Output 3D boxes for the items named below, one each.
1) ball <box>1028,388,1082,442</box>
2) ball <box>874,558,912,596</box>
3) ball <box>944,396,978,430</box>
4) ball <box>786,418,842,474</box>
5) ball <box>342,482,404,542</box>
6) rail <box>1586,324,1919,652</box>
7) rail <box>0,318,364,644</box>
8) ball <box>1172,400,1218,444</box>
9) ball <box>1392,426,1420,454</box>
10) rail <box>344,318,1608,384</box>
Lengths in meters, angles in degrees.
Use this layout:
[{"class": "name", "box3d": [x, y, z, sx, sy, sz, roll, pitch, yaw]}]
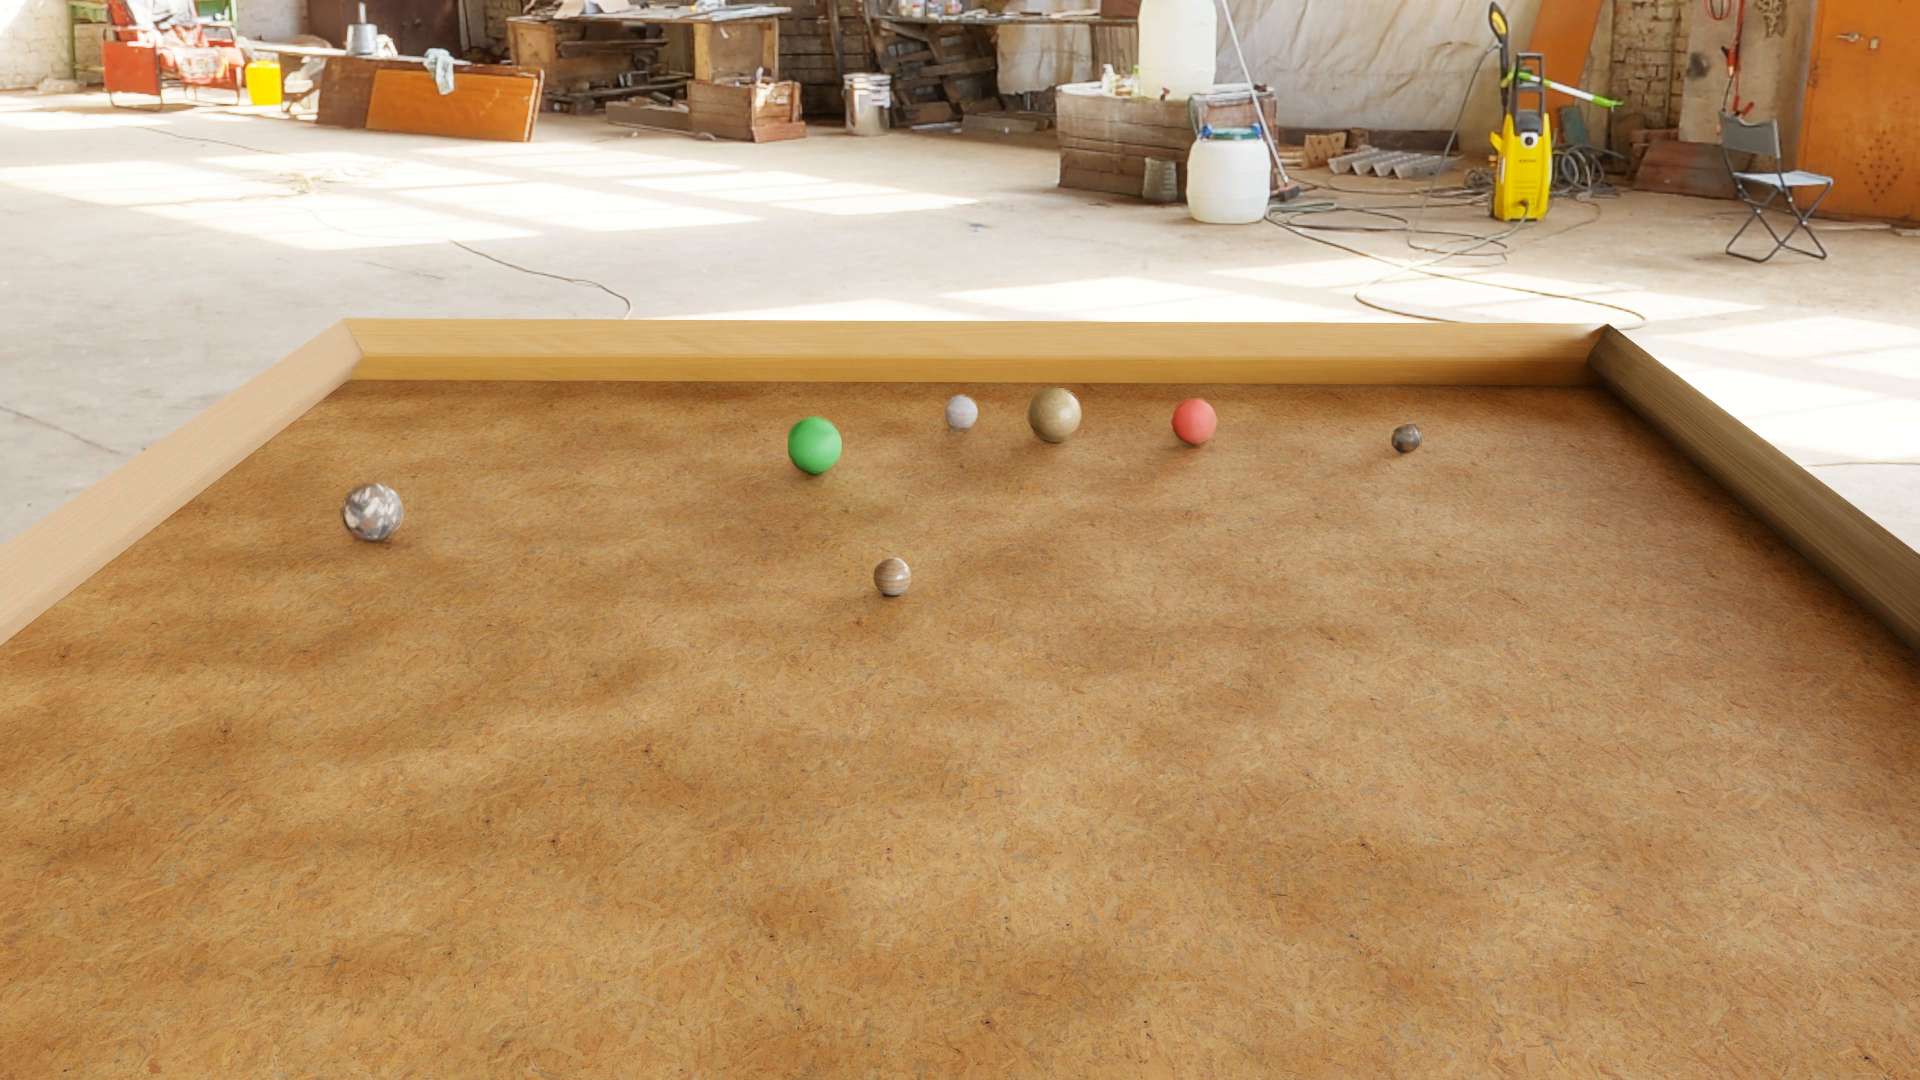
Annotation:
[{"class": "ball", "box3d": [0.147, -0.195, 3.432, 0.083, 0.083, 0.083, 0, 17, 0]}, {"class": "ball", "box3d": [-0.083, 0.045, 2.700, 0.047, 0.047, 0.047, 0, 17, 0]}, {"class": "ball", "box3d": [0.001, -0.202, 3.507, 0.054, 0.054, 0.054, 0, 17, 0]}, {"class": "ball", "box3d": [-0.215, -0.139, 3.250, 0.082, 0.082, 0.082, 0, 17, 0]}, {"class": "ball", "box3d": [-0.778, -0.037, 2.917, 0.079, 0.079, 0.079, 0, 17, 0]}, {"class": "rail", "box3d": [1.054, 0.290, 1.779, 0.045, 0.108, 4.242, 0, 17, 1]}, {"class": "rail", "box3d": [-1.096, 0.278, 1.820, 0.045, 0.108, 4.242, 0, 17, 1]}, {"class": "ball", "box3d": [0.365, -0.184, 3.420, 0.069, 0.069, 0.069, 0, 17, 0]}, {"class": "ball", "box3d": [0.683, -0.154, 3.368, 0.043, 0.043, 0.043, 0, 17, 0]}, {"class": "rail", "box3d": [0.021, -0.322, 3.807, 2.198, 0.108, 0.045, 0, 17, 1]}]
